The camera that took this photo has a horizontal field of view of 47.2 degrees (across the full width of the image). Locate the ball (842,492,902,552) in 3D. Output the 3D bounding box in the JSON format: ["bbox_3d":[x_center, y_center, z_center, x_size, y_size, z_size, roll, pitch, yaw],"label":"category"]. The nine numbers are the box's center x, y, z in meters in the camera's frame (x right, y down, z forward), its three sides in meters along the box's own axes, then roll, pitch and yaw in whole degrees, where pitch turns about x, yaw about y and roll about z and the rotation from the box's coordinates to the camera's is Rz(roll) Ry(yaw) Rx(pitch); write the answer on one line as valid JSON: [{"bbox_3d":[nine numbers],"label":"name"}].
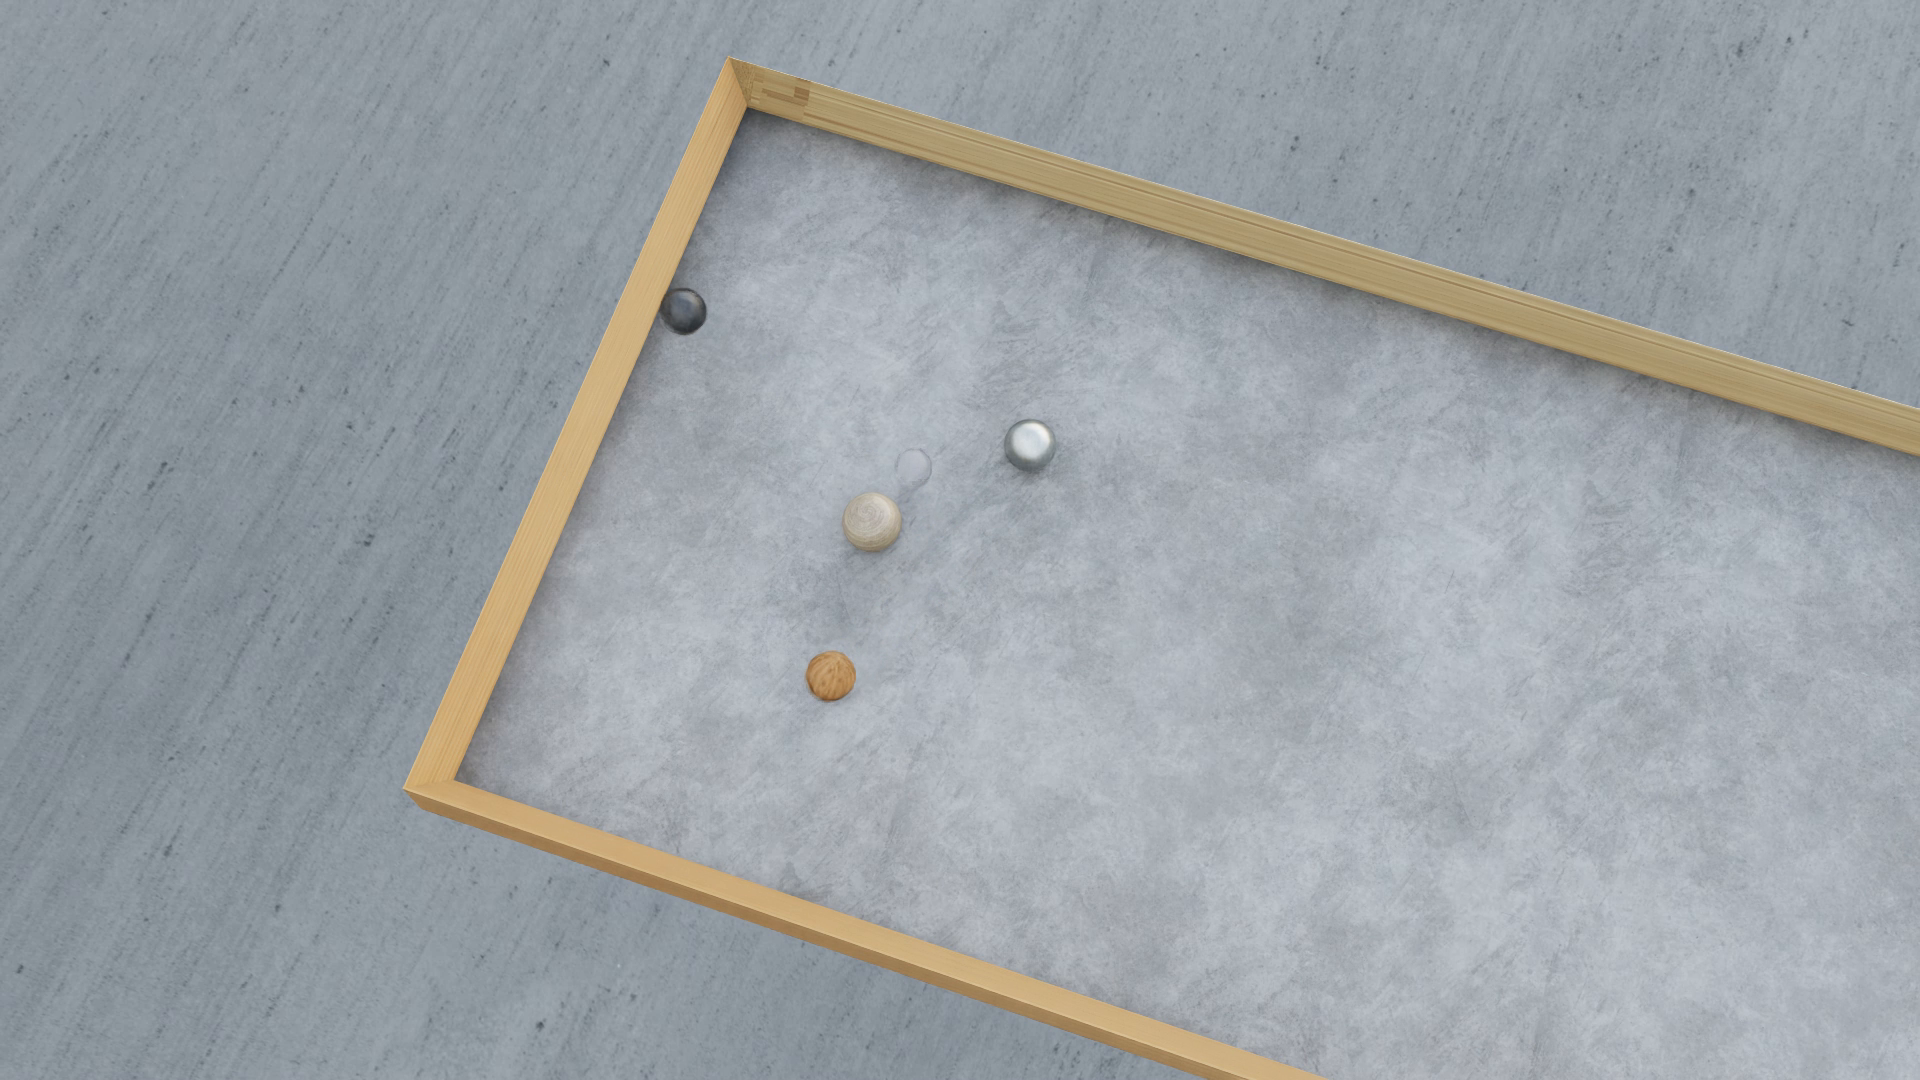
[{"bbox_3d":[-0.138,-0.028,3.461,0.095,0.095,0.095,0,69,0],"label":"ball"}]

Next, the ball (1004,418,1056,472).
[{"bbox_3d":[0.112,-0.151,3.514,0.085,0.085,0.085,0,69,0],"label":"ball"}]

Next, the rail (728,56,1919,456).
[{"bbox_3d":[0.811,-0.382,3.581,2.552,0.123,0.045,18,70,7],"label":"rail"}]

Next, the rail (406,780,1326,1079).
[{"bbox_3d":[0.396,0.751,3.146,2.552,0.123,0.045,18,70,7],"label":"rail"}]

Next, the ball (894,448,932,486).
[{"bbox_3d":[-0.074,-0.117,3.514,0.061,0.061,0.061,0,69,0],"label":"ball"}]

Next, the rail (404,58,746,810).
[{"bbox_3d":[-0.581,-0.194,3.509,0.045,0.123,1.330,18,70,7],"label":"rail"}]

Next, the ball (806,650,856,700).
[{"bbox_3d":[-0.198,0.208,3.380,0.076,0.076,0.076,0,69,0],"label":"ball"}]

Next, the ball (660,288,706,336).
[{"bbox_3d":[-0.454,-0.374,3.604,0.077,0.077,0.077,0,69,0],"label":"ball"}]
